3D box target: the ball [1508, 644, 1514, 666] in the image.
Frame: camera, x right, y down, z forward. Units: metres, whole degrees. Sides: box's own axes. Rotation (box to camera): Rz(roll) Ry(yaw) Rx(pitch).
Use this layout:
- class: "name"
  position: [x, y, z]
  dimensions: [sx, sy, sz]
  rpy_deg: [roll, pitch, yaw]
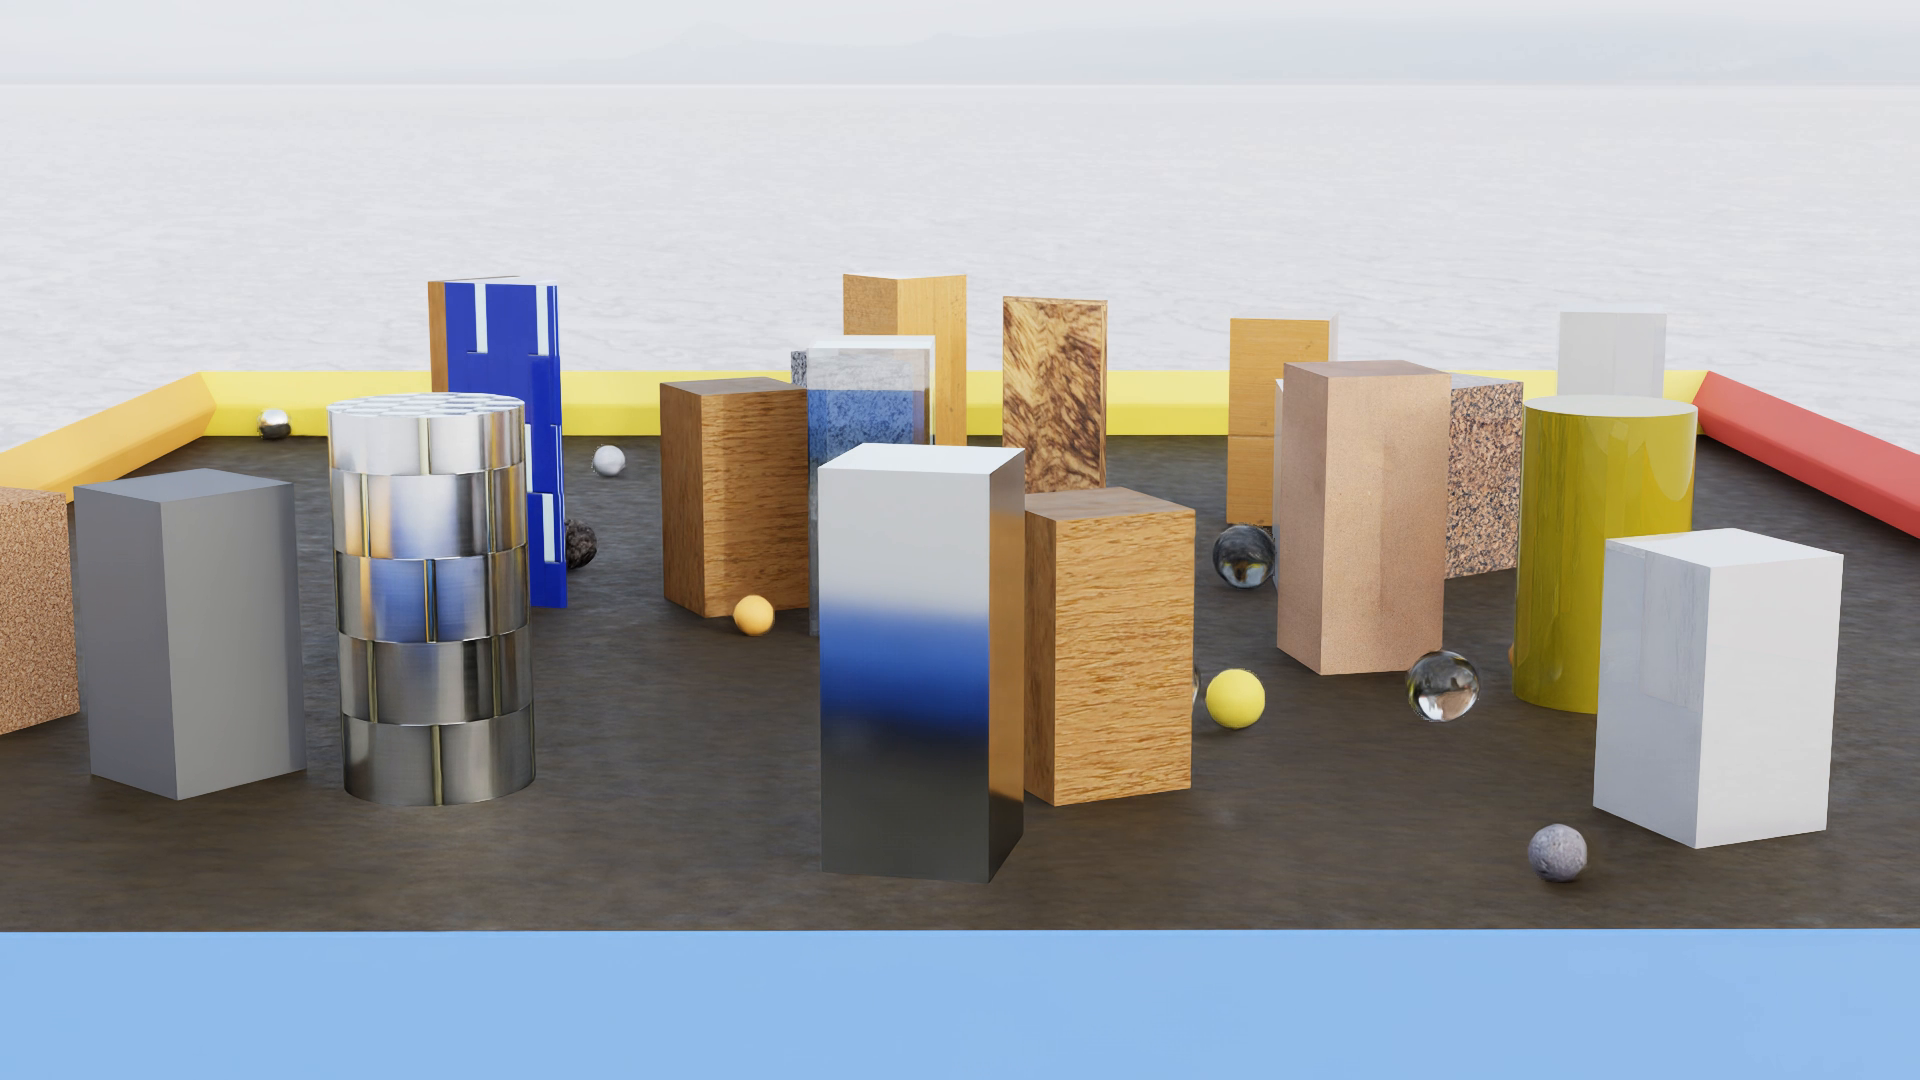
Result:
- class: "ball"
  position: [0.685, 0.140, 3.105]
  dimensions: [0.042, 0.042, 0.042]
  rpy_deg: [0, 11, 0]

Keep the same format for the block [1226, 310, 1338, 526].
- class: "block"
  position: [0.521, -0.198, 4.139]
  dimensions: [0.156, 0.331, 0.156]
  rpy_deg: [3, 11, 13]

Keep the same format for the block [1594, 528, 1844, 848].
- class: "block"
  position: [0.732, 0.139, 2.488]
  dimensions: [0.156, 0.270, 0.156]
  rpy_deg: [-4, 11, -23]

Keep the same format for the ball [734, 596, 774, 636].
- class: "ball"
  position: [-0.266, 0.097, 3.313]
  dimensions: [0.051, 0.051, 0.051]
  rpy_deg: [0, 11, 0]

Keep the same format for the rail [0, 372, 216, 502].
- class: "rail"
  position: [-1.473, 0.034, 3.441]
  dimensions: [0.045, 0.126, 3.341]
  rpy_deg: [0, 11, 0]

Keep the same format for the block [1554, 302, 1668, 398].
- class: "block"
  position: [0.997, -0.179, 3.961]
  dimensions: [0.156, 0.358, 0.156]
  rpy_deg: [2, 11, 11]

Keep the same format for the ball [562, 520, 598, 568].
- class: "ball"
  position: [-0.565, 0.006, 3.747]
  dimensions: [0.072, 0.072, 0.072]
  rpy_deg: [0, 11, 0]

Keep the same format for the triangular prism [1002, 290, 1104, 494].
- class: "triangular prism"
  position: [0.172, -0.186, 3.931]
  dimensions: [0.169, 0.382, 0.146]
  rpy_deg: [5, 12, 26]

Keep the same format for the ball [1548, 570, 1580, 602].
- class: "ball"
  position: [0.827, 0.064, 3.512]
  dimensions: [0.044, 0.044, 0.044]
  rpy_deg: [0, 11, 0]

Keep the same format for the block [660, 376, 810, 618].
- class: "block"
  position: [-0.305, -0.062, 3.493]
  dimensions: [0.156, 0.298, 0.156]
  rpy_deg: [-5, 12, -27]

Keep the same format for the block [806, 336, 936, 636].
- class: "block"
  position: [-0.113, -0.073, 3.349]
  dimensions: [0.156, 0.373, 0.156]
  rpy_deg: [0, 11, 2]

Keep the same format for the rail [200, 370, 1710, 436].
- class: "rail"
  position: [-0.009, -0.268, 5.068]
  dimensions: [2.993, 0.126, 0.045]
  rpy_deg: [0, 11, 0]

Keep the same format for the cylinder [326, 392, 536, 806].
- class: "cylinder"
  position: [-0.536, 0.056, 2.610]
  dimensions: [0.195, 0.389, 0.195]
  rpy_deg: [0, 11, 0]

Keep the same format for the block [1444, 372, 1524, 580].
- class: "block"
  position: [0.707, -0.098, 3.753]
  dimensions: [0.156, 0.274, 0.156]
  rpy_deg: [-8, 13, -35]

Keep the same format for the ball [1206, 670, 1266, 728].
- class: "ball"
  position: [0.306, 0.176, 2.845]
  dimensions: [0.066, 0.066, 0.066]
  rpy_deg: [0, 11, 0]

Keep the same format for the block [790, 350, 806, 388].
- class: "block"
  position: [-0.178, -0.188, 4.300]
  dimensions: [0.156, 0.251, 0.156]
  rpy_deg: [-6, 12, -29]

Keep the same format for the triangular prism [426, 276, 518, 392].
- class: "triangular prism"
  position: [-0.745, -0.229, 4.156]
  dimensions: [0.169, 0.386, 0.146]
  rpy_deg: [3, 11, 16]

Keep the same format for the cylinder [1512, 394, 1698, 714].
- class: "cylinder"
  position: [0.746, 0.013, 2.974]
  dimensions: [0.195, 0.340, 0.195]
  rpy_deg: [0, 11, 0]

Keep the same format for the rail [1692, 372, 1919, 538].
- class: "rail"
  position: [1.473, 0.031, 3.457]
  dimensions: [0.045, 0.126, 3.341]
  rpy_deg: [0, 11, 0]

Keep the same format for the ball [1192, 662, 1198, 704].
- class: "ball"
  position: [0.217, 0.159, 2.854]
  dimensions: [0.097, 0.097, 0.097]
  rpy_deg: [0, 11, 0]

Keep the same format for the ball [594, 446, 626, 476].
- class: "ball"
  position: [-0.627, -0.141, 4.584]
  dimensions: [0.056, 0.056, 0.056]
  rpy_deg: [0, 11, 0]

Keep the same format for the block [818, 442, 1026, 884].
- class: "block"
  position: [-0.033, 0.109, 2.367]
  dimensions: [0.156, 0.373, 0.156]
  rpy_deg: [2, 11, 13]

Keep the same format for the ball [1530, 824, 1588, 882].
- class: "ball"
  position: [0.540, 0.282, 2.316]
  dimensions: [0.051, 0.051, 0.051]
  rpy_deg: [0, 11, 0]

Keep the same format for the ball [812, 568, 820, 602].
- class: "ball"
  position: [-0.190, 0.062, 3.515]
  dimensions: [0.047, 0.047, 0.047]
  rpy_deg: [0, 11, 0]

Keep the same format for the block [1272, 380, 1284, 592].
- class: "block"
  position: [0.524, -0.075, 3.604]
  dimensions: [0.156, 0.284, 0.156]
  rpy_deg: [1, 11, 3]

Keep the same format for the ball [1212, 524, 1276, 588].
- class: "ball"
  position: [0.400, 0.022, 3.601]
  dimensions: [0.089, 0.089, 0.089]
  rpy_deg: [0, 11, 0]

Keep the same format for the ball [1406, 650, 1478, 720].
- class: "ball"
  position: [0.542, 0.163, 2.880]
  dimensions: [0.080, 0.080, 0.080]
  rpy_deg: [0, 11, 0]

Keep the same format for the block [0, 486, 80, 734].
- class: "block"
  position: [-1.108, 0.078, 2.866]
  dimensions: [0.156, 0.253, 0.156]
  rpy_deg: [5, 12, 27]

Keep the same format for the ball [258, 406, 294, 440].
- class: "ball"
  position: [-1.340, -0.228, 5.024]
  dimensions: [0.065, 0.065, 0.065]
  rpy_deg: [0, 11, 0]

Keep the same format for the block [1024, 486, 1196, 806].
- class: "block"
  position: [0.132, 0.104, 2.626]
  dimensions: [0.156, 0.288, 0.156]
  rpy_deg: [-5, 12, -24]

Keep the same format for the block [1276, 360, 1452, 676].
- class: "block"
  position: [0.494, -0.032, 3.156]
  dimensions: [0.156, 0.361, 0.156]
  rpy_deg: [-2, 11, -12]

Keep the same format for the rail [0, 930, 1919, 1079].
- class: "rail"
  position: [0.009, 0.333, 1.830]
  dimensions: [2.993, 0.126, 0.045]
  rpy_deg: [0, 11, 0]

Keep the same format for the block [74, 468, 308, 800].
- class: "block"
  position: [-0.794, 0.092, 2.650]
  dimensions: [0.156, 0.303, 0.156]
  rpy_deg: [9, 14, 39]

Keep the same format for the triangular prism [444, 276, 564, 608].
- class: "triangular prism"
  position: [-0.592, -0.140, 3.536]
  dimensions: [0.169, 0.437, 0.146]
  rpy_deg: [4, 11, 19]

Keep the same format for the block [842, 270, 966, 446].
- class: "block"
  position: [-0.098, -0.293, 4.568]
  dimensions: [0.156, 0.360, 0.156]
  rpy_deg: [-9, 14, -39]
